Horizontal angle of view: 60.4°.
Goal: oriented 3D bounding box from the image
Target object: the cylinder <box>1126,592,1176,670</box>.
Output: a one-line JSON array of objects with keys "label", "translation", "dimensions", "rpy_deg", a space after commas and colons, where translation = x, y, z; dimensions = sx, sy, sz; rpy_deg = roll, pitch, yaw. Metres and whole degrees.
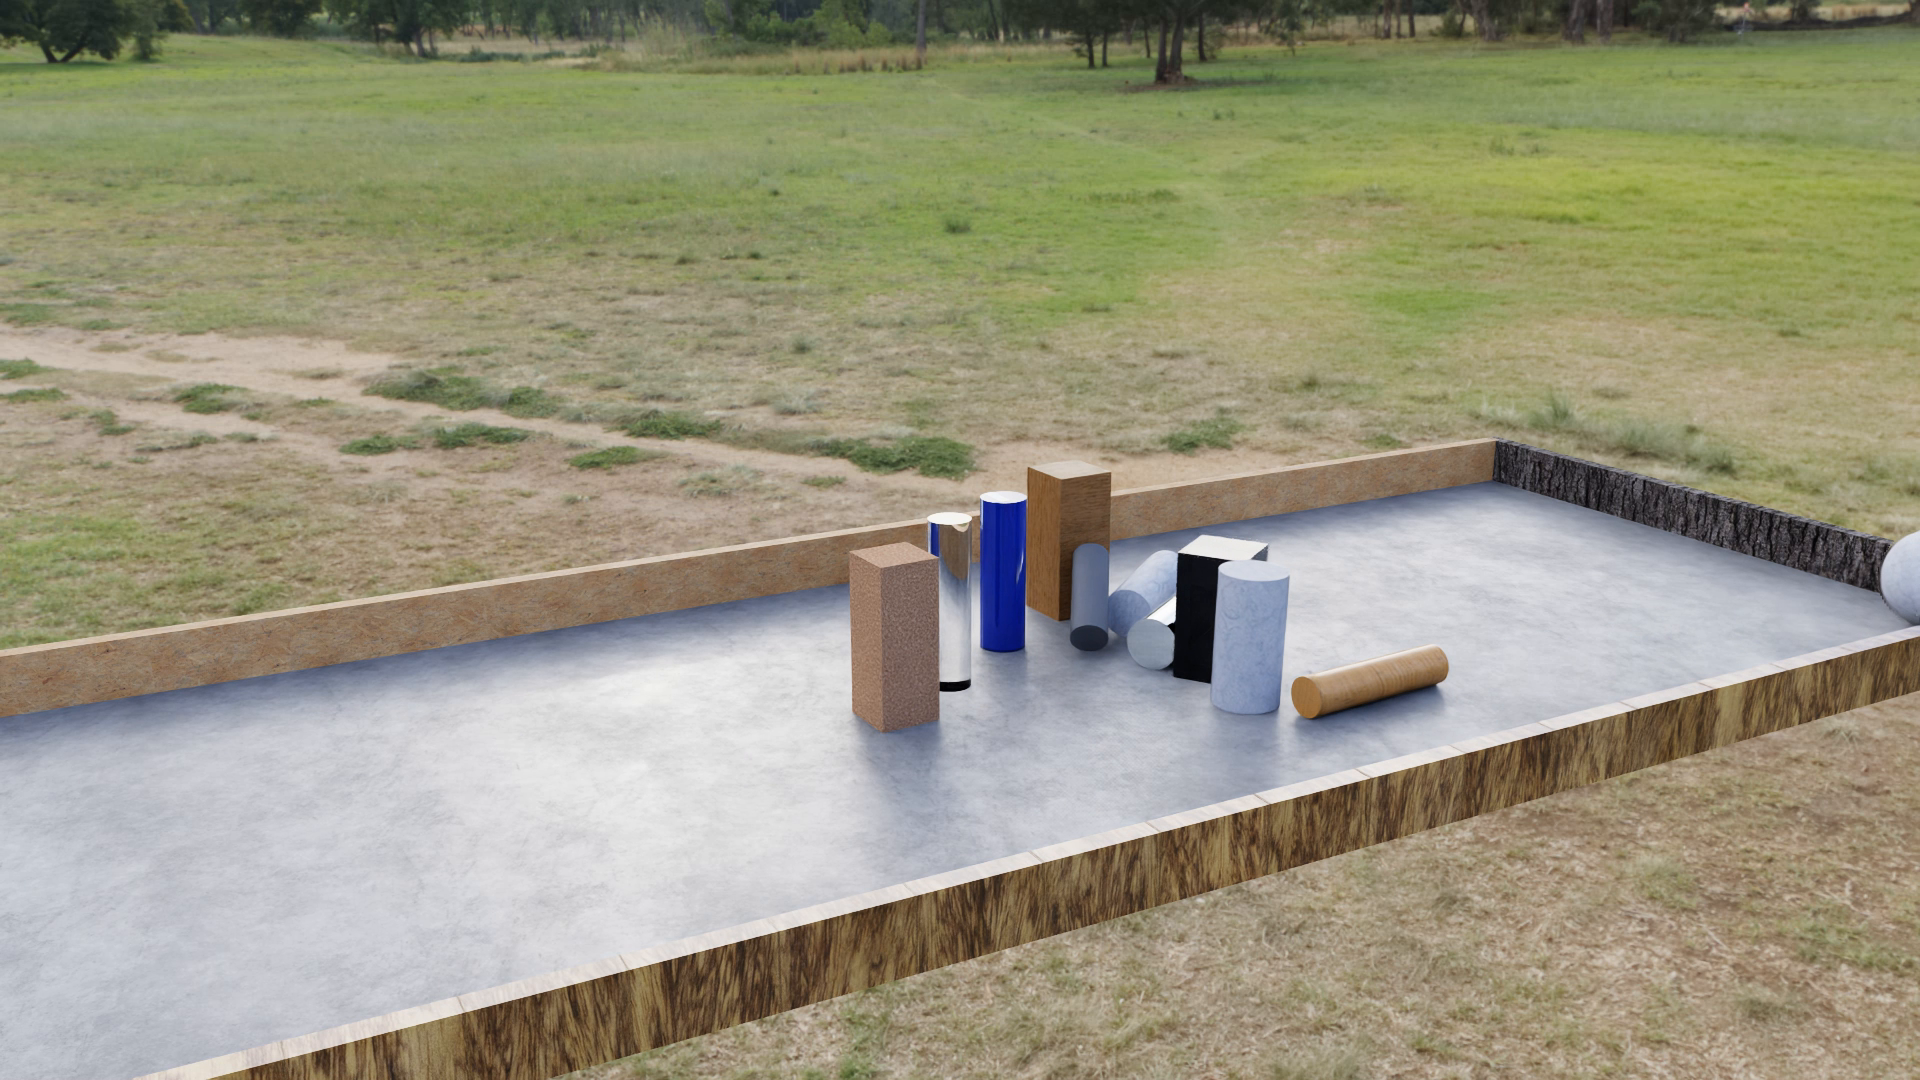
[{"label": "cylinder", "translation": [0.579, 0.219, 4.368], "dimensions": [0.137, 0.137, 0.380], "rpy_deg": [9, 18, 27]}]

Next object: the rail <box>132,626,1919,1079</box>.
[{"label": "rail", "translation": [-2.336, 1.006, 1.665], "dimensions": [12.000, 0.150, 0.050], "rpy_deg": [-9, 18, -27]}]

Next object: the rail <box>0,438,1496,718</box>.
[{"label": "rail", "translation": [-3.305, 0.497, 3.399], "dimensions": [12.000, 0.150, 0.050], "rpy_deg": [-9, 18, -27]}]

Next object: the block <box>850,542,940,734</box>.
[{"label": "block", "translation": [-0.153, 0.226, 3.872], "dimensions": [0.153, 0.402, 0.153], "rpy_deg": [-10, 19, -30]}]

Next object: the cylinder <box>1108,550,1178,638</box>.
[{"label": "cylinder", "translation": [0.525, 0.147, 4.615], "dimensions": [0.136, 0.136, 0.395], "rpy_deg": [7, 18, 21]}]

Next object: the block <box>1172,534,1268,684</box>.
[{"label": "block", "translation": [0.658, 0.178, 4.163], "dimensions": [0.175, 0.330, 0.175], "rpy_deg": [9, 18, 27]}]

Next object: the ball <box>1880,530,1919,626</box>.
[{"label": "ball", "translation": [2.672, 0.105, 4.507], "dimensions": [0.276, 0.276, 0.276], "rpy_deg": [0, 16, 0]}]

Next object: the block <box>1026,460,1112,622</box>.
[{"label": "block", "translation": [0.303, -0.001, 4.636], "dimensions": [0.168, 0.408, 0.168], "rpy_deg": [-9, 19, -29]}]

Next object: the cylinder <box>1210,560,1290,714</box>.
[{"label": "cylinder", "translation": [0.696, 0.232, 3.968], "dimensions": [0.169, 0.334, 0.169], "rpy_deg": [1, 16, 0]}]

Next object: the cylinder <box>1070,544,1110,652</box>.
[{"label": "cylinder", "translation": [0.349, 0.151, 4.430], "dimensions": [0.101, 0.101, 0.309], "rpy_deg": [1, 44, 5]}]

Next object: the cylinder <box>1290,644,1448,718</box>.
[{"label": "cylinder", "translation": [1.001, 0.341, 4.016], "dimensions": [0.429, 0.101, 0.101], "rpy_deg": [-10, 19, -30]}]

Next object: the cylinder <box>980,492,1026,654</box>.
[{"label": "cylinder", "translation": [0.113, 0.085, 4.341], "dimensions": [0.122, 0.409, 0.122], "rpy_deg": [0, 16, 0]}]

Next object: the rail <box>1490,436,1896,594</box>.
[{"label": "rail", "translation": [2.466, -0.048, 5.253], "dimensions": [0.050, 0.150, 2.100], "rpy_deg": [-9, 18, -27]}]

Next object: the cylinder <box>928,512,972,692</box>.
[{"label": "cylinder", "translation": [-0.025, 0.154, 4.067], "dimensions": [0.108, 0.431, 0.108], "rpy_deg": [0, 16, 0]}]
